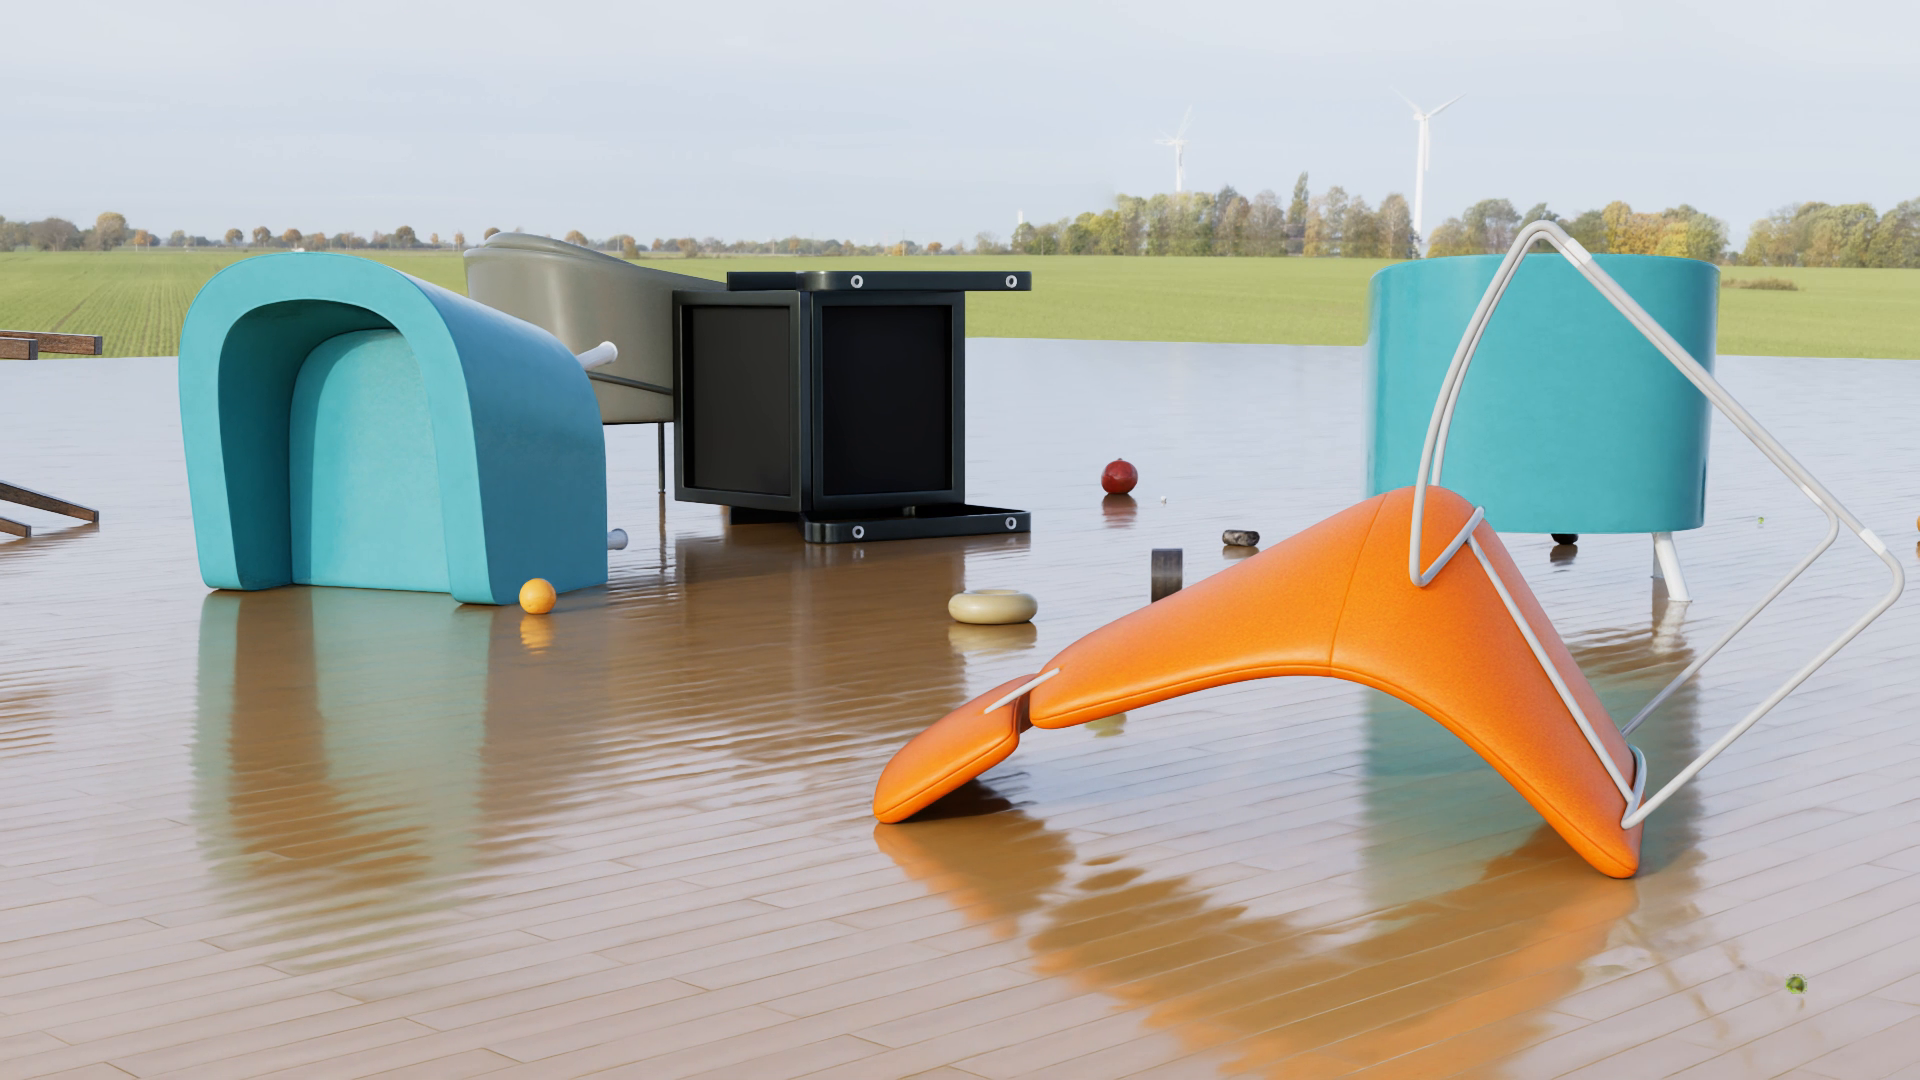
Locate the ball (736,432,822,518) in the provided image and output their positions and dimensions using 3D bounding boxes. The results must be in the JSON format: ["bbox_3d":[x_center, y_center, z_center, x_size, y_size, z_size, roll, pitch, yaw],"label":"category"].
[{"bbox_3d":[-0.493,-0.177,6.984,0.234,0.234,0.234,0,6,0],"label":"ball"}]

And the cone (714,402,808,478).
[{"bbox_3d":[-0.717,-0.263,8.340,0.320,0.276,0.348,-6,-13,-36],"label":"cone"}]

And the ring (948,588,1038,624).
[{"bbox_3d":[0.064,0.127,4.909,0.176,0.057,0.156,-2,5,-24],"label":"ring"}]

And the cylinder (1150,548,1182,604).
[{"bbox_3d":[0.416,0.072,5.161,0.063,0.113,0.111,0,-7,5],"label":"cylinder"}]

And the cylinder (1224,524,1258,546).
[{"bbox_3d":[0.688,-0.006,6.284,0.071,0.037,0.059,-31,12,30],"label":"cylinder"}]
